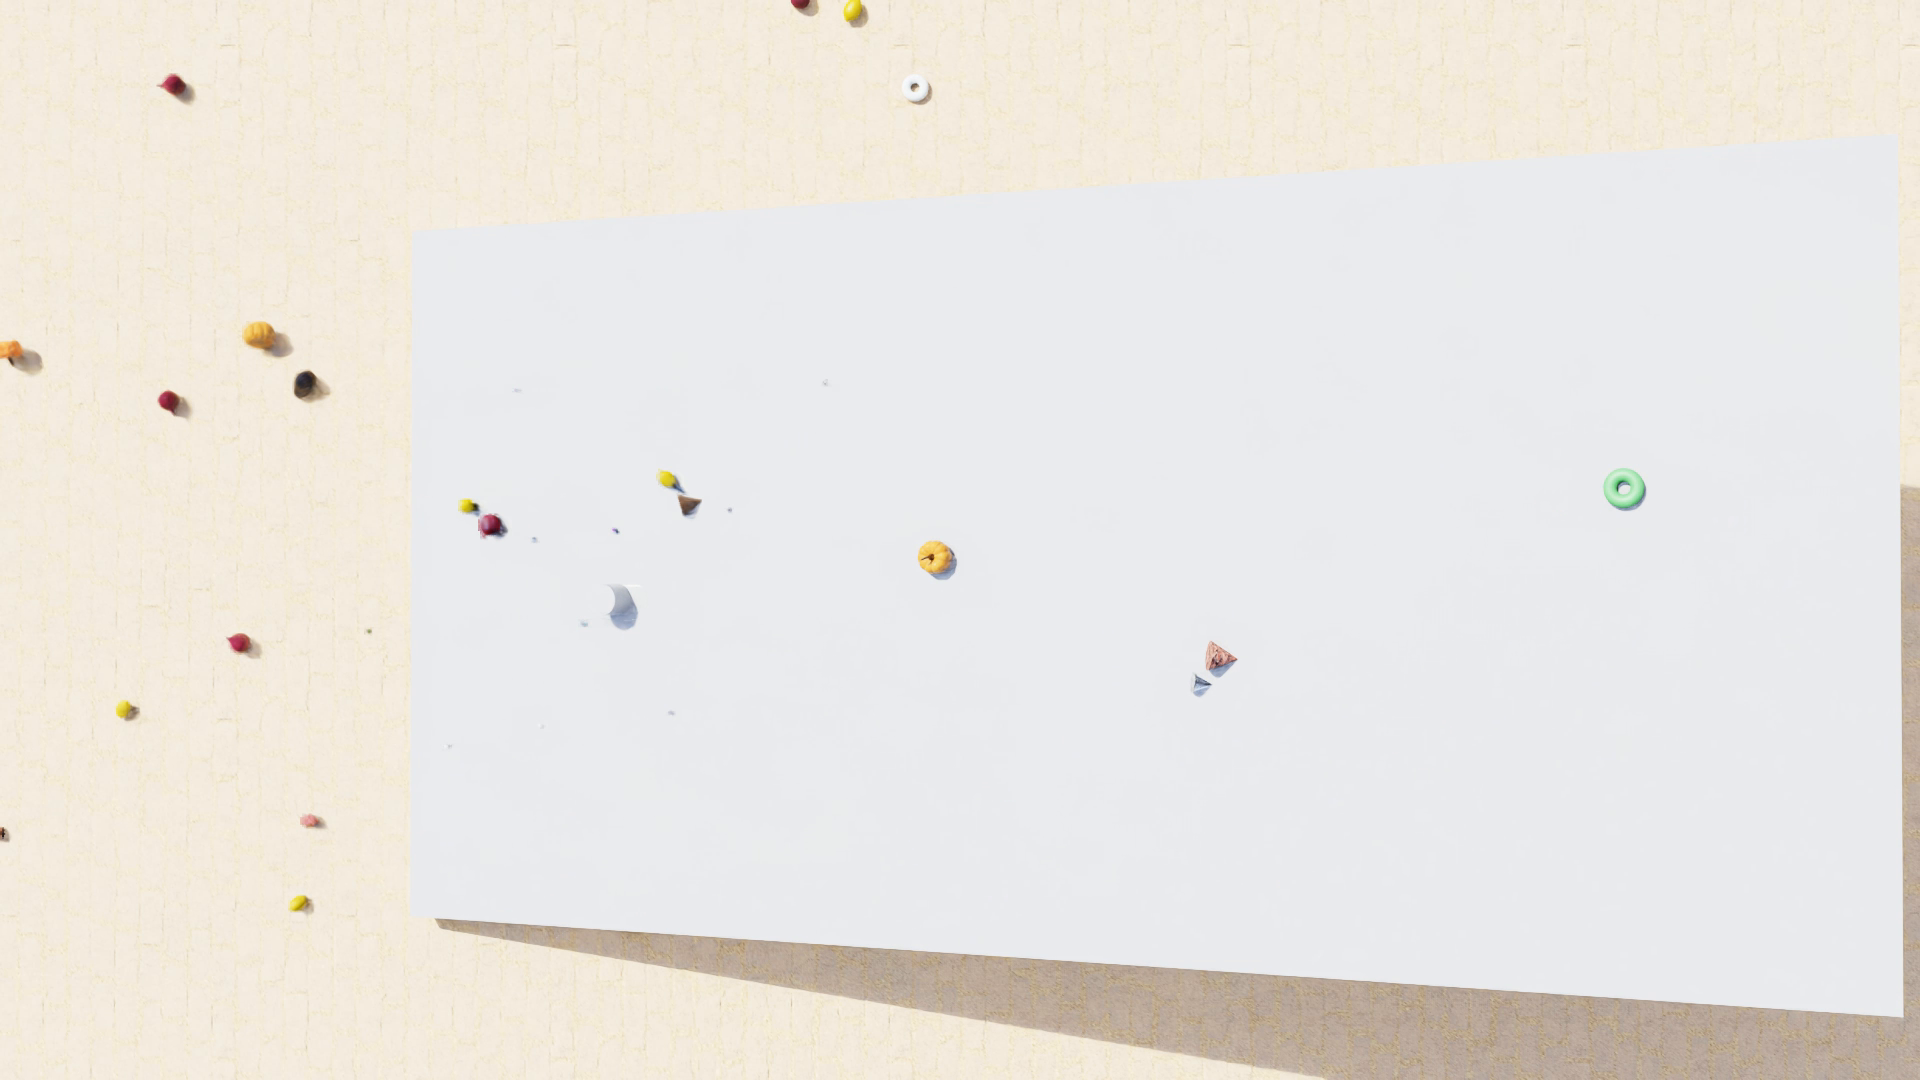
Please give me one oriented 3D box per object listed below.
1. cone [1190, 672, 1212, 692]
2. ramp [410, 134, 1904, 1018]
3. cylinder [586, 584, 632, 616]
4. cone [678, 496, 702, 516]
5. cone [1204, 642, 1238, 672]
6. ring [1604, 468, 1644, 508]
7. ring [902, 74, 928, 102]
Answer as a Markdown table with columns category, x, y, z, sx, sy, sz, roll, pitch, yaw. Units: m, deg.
| category | x | y | z | sx | sy | sz | roll | pitch | yaw |
| --- | --- | --- | --- | --- | --- | --- | --- | --- | --- |
| cone | 0.613 | 0.362 | 5.549 | 0.052 | 0.052 | 0.052 | 8 | 89 | -6 |
| ramp | 0.282 | 0.088 | 5.746 | 4.000 | 0.100 | 2.000 | 0 | 89 | 21 |
| cylinder | -0.978 | 0.166 | 6.129 | 0.089 | 0.089 | 0.089 | 0 | 89 | 21 |
| cone | -0.741 | -0.102 | 6.074 | 0.064 | 0.064 | 0.064 | -17 | 89 | -13 |
| cone | 0.663 | 0.295 | 5.525 | 0.076 | 0.076 | 0.076 | 5 | 89 | -10 |
| ring | 1.564 | -0.123 | 5.184 | 0.094 | 0.031 | 0.094 | 0 | 89 | 23 |
| ring | -0.133 | -1.340 | 6.517 | 0.081 | 0.027 | 0.081 | 0 | 89 | 1 |
